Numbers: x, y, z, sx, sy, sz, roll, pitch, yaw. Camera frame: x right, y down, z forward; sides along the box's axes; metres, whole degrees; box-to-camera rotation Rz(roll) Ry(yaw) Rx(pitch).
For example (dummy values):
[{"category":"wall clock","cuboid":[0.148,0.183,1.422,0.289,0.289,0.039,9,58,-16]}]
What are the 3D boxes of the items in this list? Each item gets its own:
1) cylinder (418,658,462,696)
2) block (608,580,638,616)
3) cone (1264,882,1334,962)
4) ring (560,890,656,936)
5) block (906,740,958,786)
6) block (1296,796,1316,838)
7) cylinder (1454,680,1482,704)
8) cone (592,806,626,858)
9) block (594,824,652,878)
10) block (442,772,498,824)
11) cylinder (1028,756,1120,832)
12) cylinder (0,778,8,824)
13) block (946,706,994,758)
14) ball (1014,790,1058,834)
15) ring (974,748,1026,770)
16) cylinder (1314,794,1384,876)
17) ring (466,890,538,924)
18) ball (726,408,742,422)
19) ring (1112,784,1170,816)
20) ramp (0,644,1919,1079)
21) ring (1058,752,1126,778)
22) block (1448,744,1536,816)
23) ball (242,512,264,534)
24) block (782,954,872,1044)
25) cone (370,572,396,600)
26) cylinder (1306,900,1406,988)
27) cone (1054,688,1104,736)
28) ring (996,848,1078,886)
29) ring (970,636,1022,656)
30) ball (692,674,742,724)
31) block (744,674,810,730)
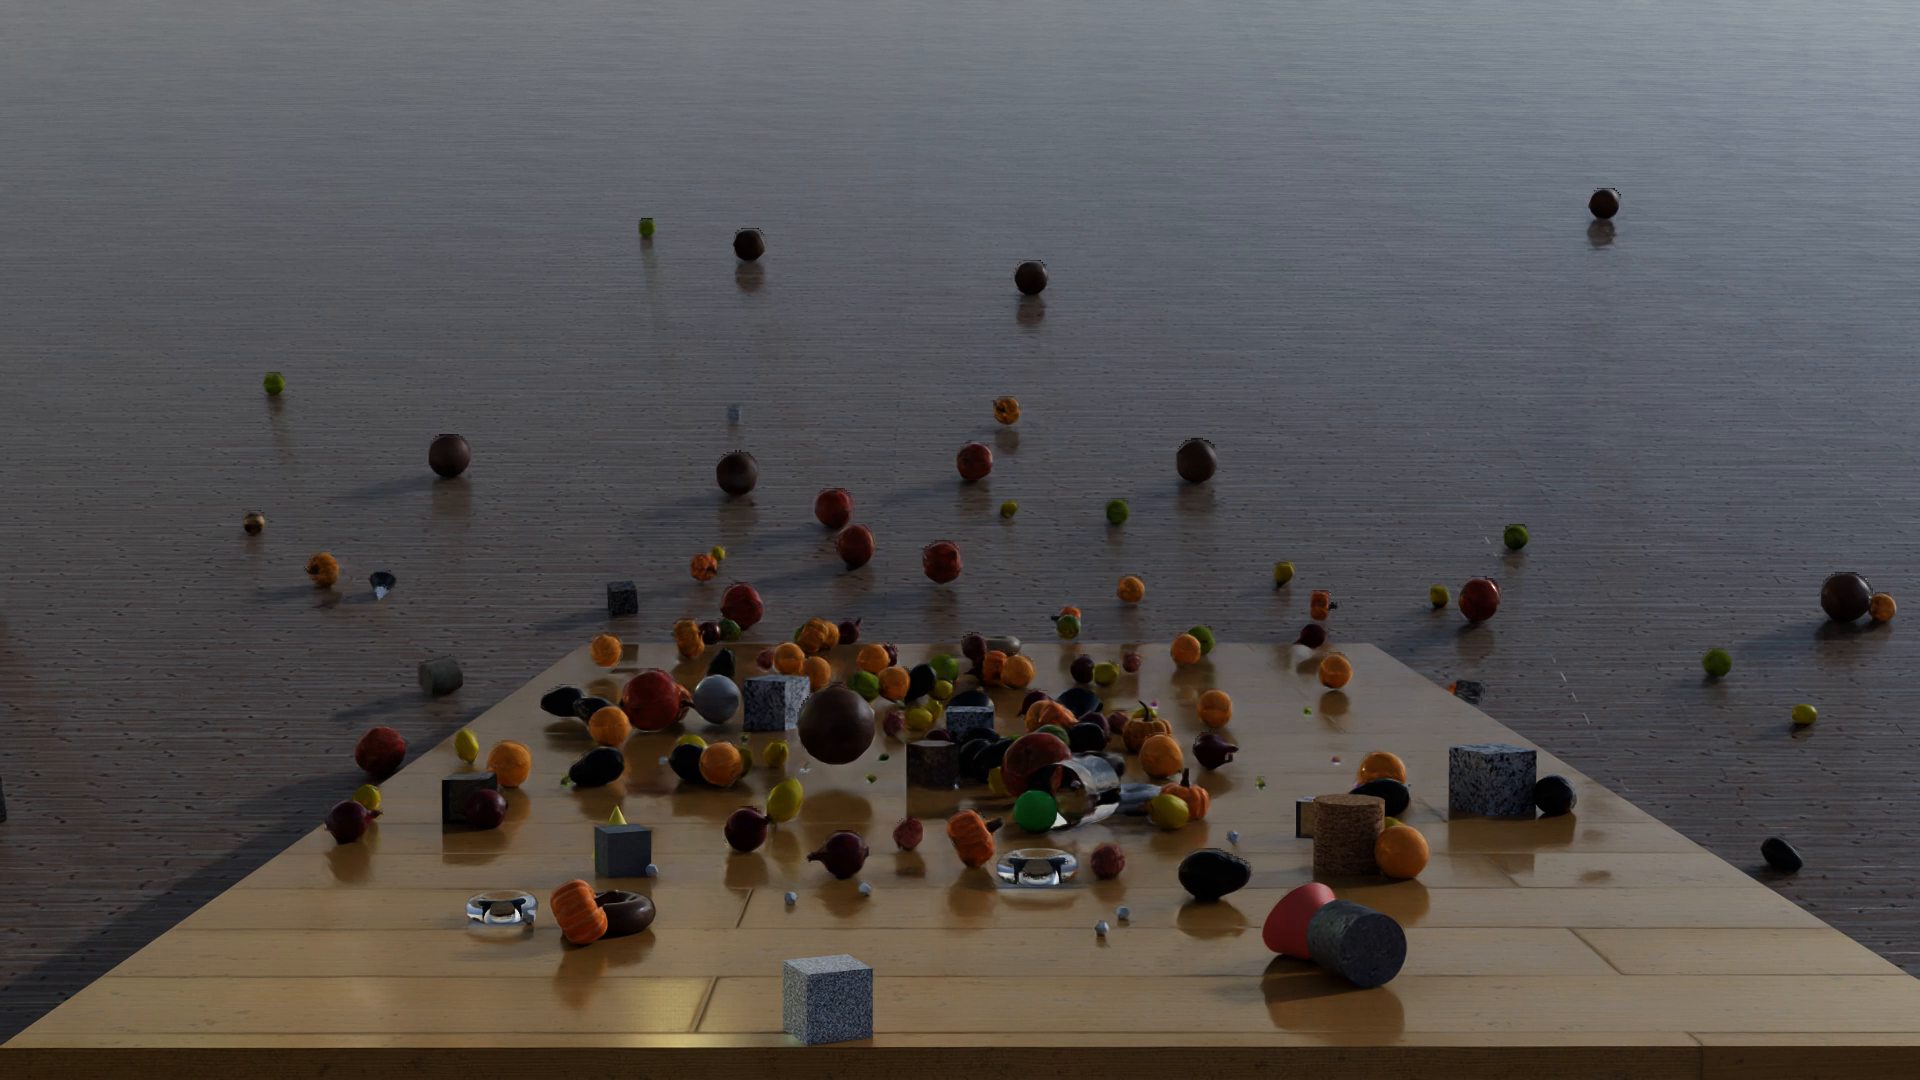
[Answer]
[{"category":"cylinder","cuboid":[-1.308,0.344,6.467,0.081,0.081,0.081,-15,25,-34]},{"category":"block","cuboid":[-0.918,0.158,6.984,0.069,0.069,0.069,-6,21,-16]},{"category":"cone","cuboid":[0.411,0.456,2.898,0.098,0.098,0.098,-11,35,-27]},{"category":"ring","cuboid":[-0.424,0.449,3.089,0.115,0.038,0.115,-1,4,0]},{"category":"block","cuboid":[-0.045,0.367,4.236,0.064,0.064,0.064,-2,4,-29]},{"category":"block","cuboid":[0.519,0.403,3.723,0.053,0.053,0.053,1,4,20]},{"category":"cylinder","cuboid":[1.149,0.343,5.803,0.052,0.052,0.052,6,21,20]},{"category":"cone","cuboid":[-0.476,0.403,3.564,0.072,0.072,0.072,0,3,0]},{"category":"block","cuboid":[-0.452,0.416,3.442,0.060,0.060,0.060,-2,4,-25]},{"category":"block","cuboid":[-0.737,0.389,3.863,0.066,0.066,0.066,0,3,4]},{"category":"cylinder","cuboid":[0.170,0.375,3.807,0.100,0.100,0.100,13,10,32]},{"category":"cylinder","cuboid":[-2.205,0.589,5.794,0.093,0.093,0.093,0,20,0]},{"category":"block","cuboid":[0.019,0.340,4.540,0.083,0.083,0.083,0,3,2]},{"category":"ball","cuboid":[0.110,0.396,3.750,0.063,0.063,0.063,0,20,0]},{"category":"ring","cuboid":[0.069,0.374,4.404,0.093,0.031,0.093,0,2,0]},{"category":"cylinder","cuboid":[0.524,0.397,3.463,0.095,0.095,0.095,0,3,0]},{"category":"ring","cuboid":[-0.561,0.450,3.148,0.088,0.029,0.088,-1,4,0]},{"category":"ball","cuboid":[-0.753,-0.416,8.550,0.050,0.050,0.050,0,20,0]},{"category":"ring","cuboid":[0.268,0.398,3.944,0.110,0.037,0.110,-1,4,0]},{"category":"ramp","cuboid":[0.048,0.432,4.533,2.000,0.100,4.000,0,3,0]},{"category":"ring","cuboid":[0.217,0.377,4.273,0.119,0.040,0.119,-1,4,0]},{"category":"block","cuboid":[0.821,0.368,3.958,0.094,0.094,0.094,-2,4,-26]},{"category":"ball","cuboid":[-2.077,-0.051,7.553,0.063,0.063,0.063,0,20,0]},{"category":"block","cuboid":[-0.133,0.462,2.585,0.070,0.070,0.070,-2,4,-24]},{"category":"cone","cuboid":[-1.598,0.139,7.088,0.073,0.073,0.073,0,47,-1]},{"category":"cylinder","cuboid":[0.434,0.442,2.819,0.081,0.081,0.081,-7,5,-18]},{"category":"cone","cuboid":[0.222,0.344,4.818,0.094,0.094,0.094,1,30,2]},{"category":"ring","cuboid":[0.102,0.431,3.391,0.109,0.036,0.109,-1,3,0]},{"category":"ring","cuboid":[0.087,0.258,6.268,0.126,0.042,0.126,-1,4,0]},{"category":"ball","cuboid":[-0.471,0.309,4.985,0.093,0.093,0.093,0,20,0]},{"category":"block","cuboid":[-0.352,0.312,4.937,0.093,0.093,0.093,2,4,27]}]
